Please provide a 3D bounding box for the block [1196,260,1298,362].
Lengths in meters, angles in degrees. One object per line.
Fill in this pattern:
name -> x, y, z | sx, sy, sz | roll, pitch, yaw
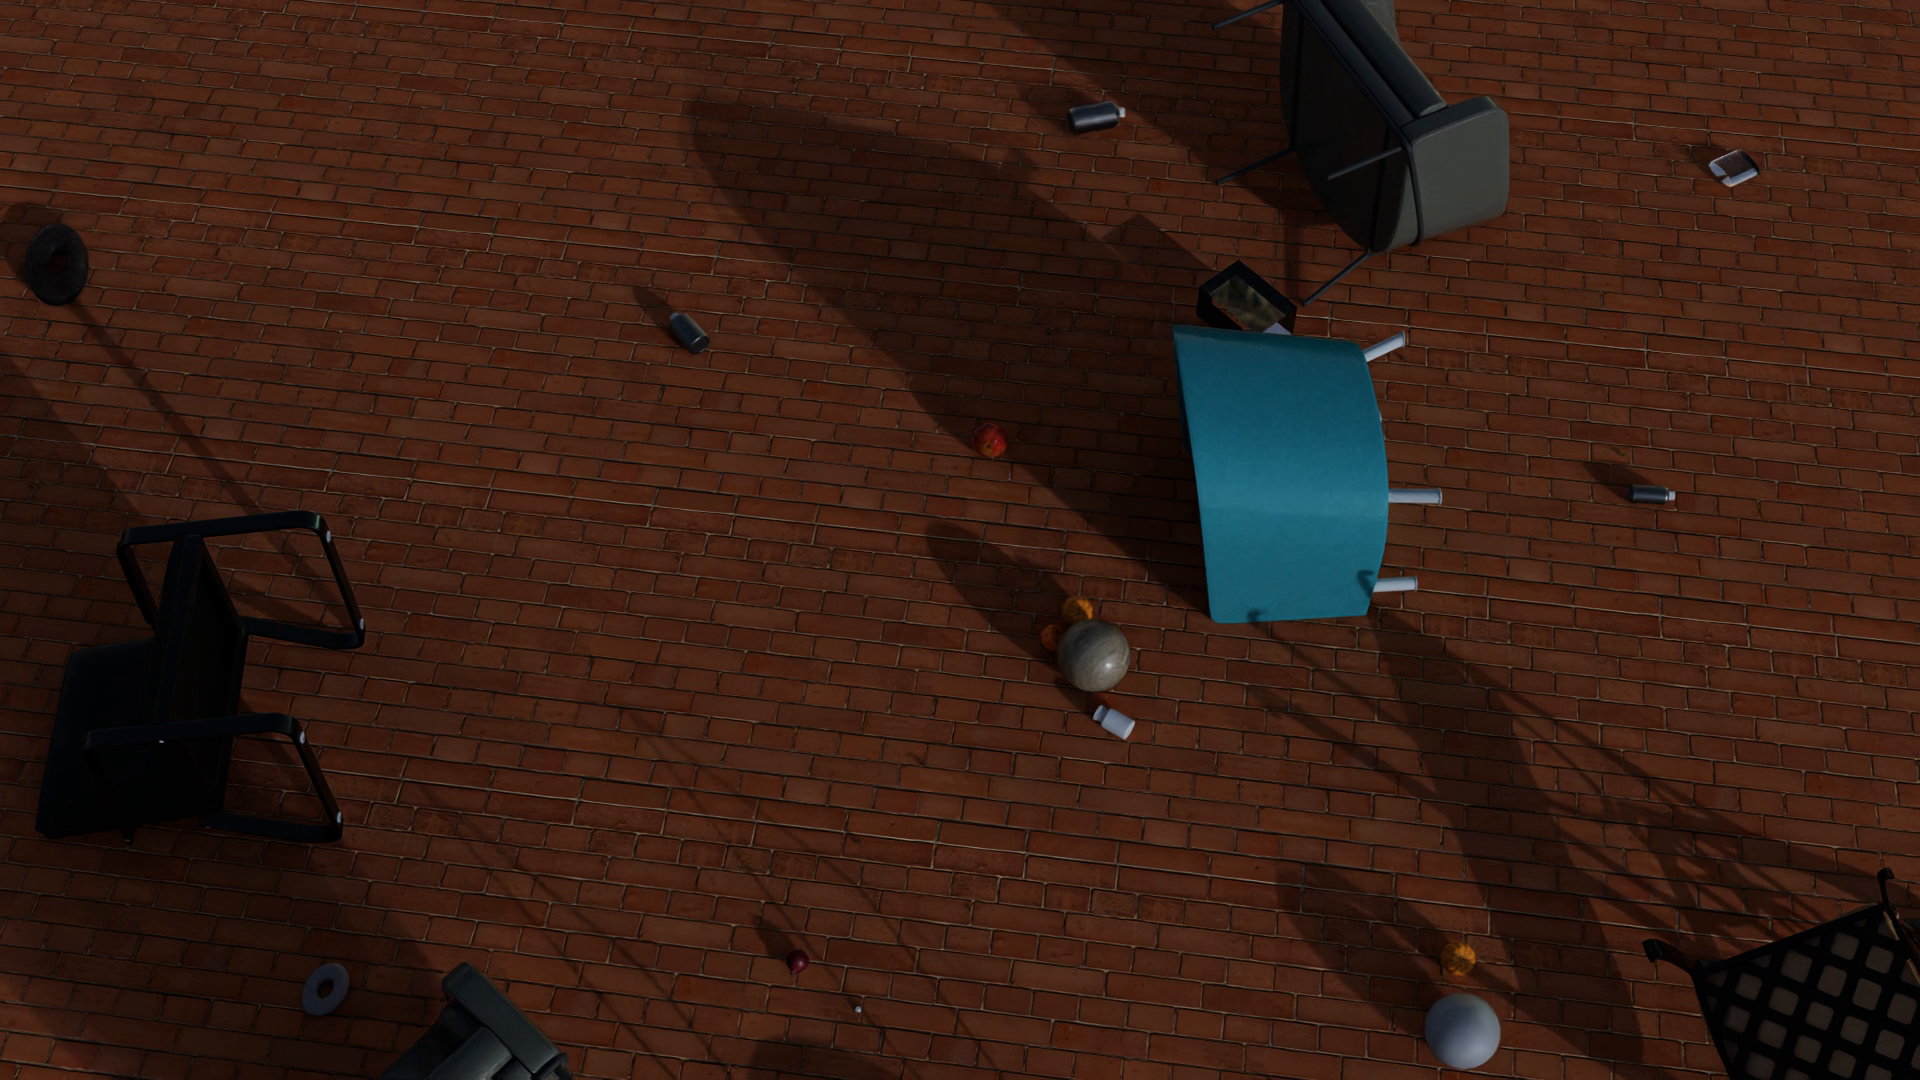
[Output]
block -> 0.908, -0.728, 6.981 | 0.174, 0.136, 0.262 | -36, 63, -21

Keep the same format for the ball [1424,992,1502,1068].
ball -> 1.284, 1.253, 5.619 | 0.191, 0.191, 0.191 | 0, 56, 0

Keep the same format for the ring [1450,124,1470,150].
ring -> 1.696, -1.368, 7.463 | 0.069, 0.050, 0.088 | 9, 58, 3

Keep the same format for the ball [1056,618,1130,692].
ball -> 0.379, 0.326, 6.229 | 0.209, 0.209, 0.209 | 0, 56, 0

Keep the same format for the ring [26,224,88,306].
ring -> -2.926, -0.892, 7.125 | 0.196, 0.082, 0.345 | -12, 56, -9

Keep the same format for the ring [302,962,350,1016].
ring -> -1.662, 1.177, 5.763 | 0.116, 0.036, 0.150 | 15, 58, 11

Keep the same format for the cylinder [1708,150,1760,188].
cylinder -> 2.601, -1.248, 7.384 | 0.118, 0.046, 0.121 | -25, 60, -15
